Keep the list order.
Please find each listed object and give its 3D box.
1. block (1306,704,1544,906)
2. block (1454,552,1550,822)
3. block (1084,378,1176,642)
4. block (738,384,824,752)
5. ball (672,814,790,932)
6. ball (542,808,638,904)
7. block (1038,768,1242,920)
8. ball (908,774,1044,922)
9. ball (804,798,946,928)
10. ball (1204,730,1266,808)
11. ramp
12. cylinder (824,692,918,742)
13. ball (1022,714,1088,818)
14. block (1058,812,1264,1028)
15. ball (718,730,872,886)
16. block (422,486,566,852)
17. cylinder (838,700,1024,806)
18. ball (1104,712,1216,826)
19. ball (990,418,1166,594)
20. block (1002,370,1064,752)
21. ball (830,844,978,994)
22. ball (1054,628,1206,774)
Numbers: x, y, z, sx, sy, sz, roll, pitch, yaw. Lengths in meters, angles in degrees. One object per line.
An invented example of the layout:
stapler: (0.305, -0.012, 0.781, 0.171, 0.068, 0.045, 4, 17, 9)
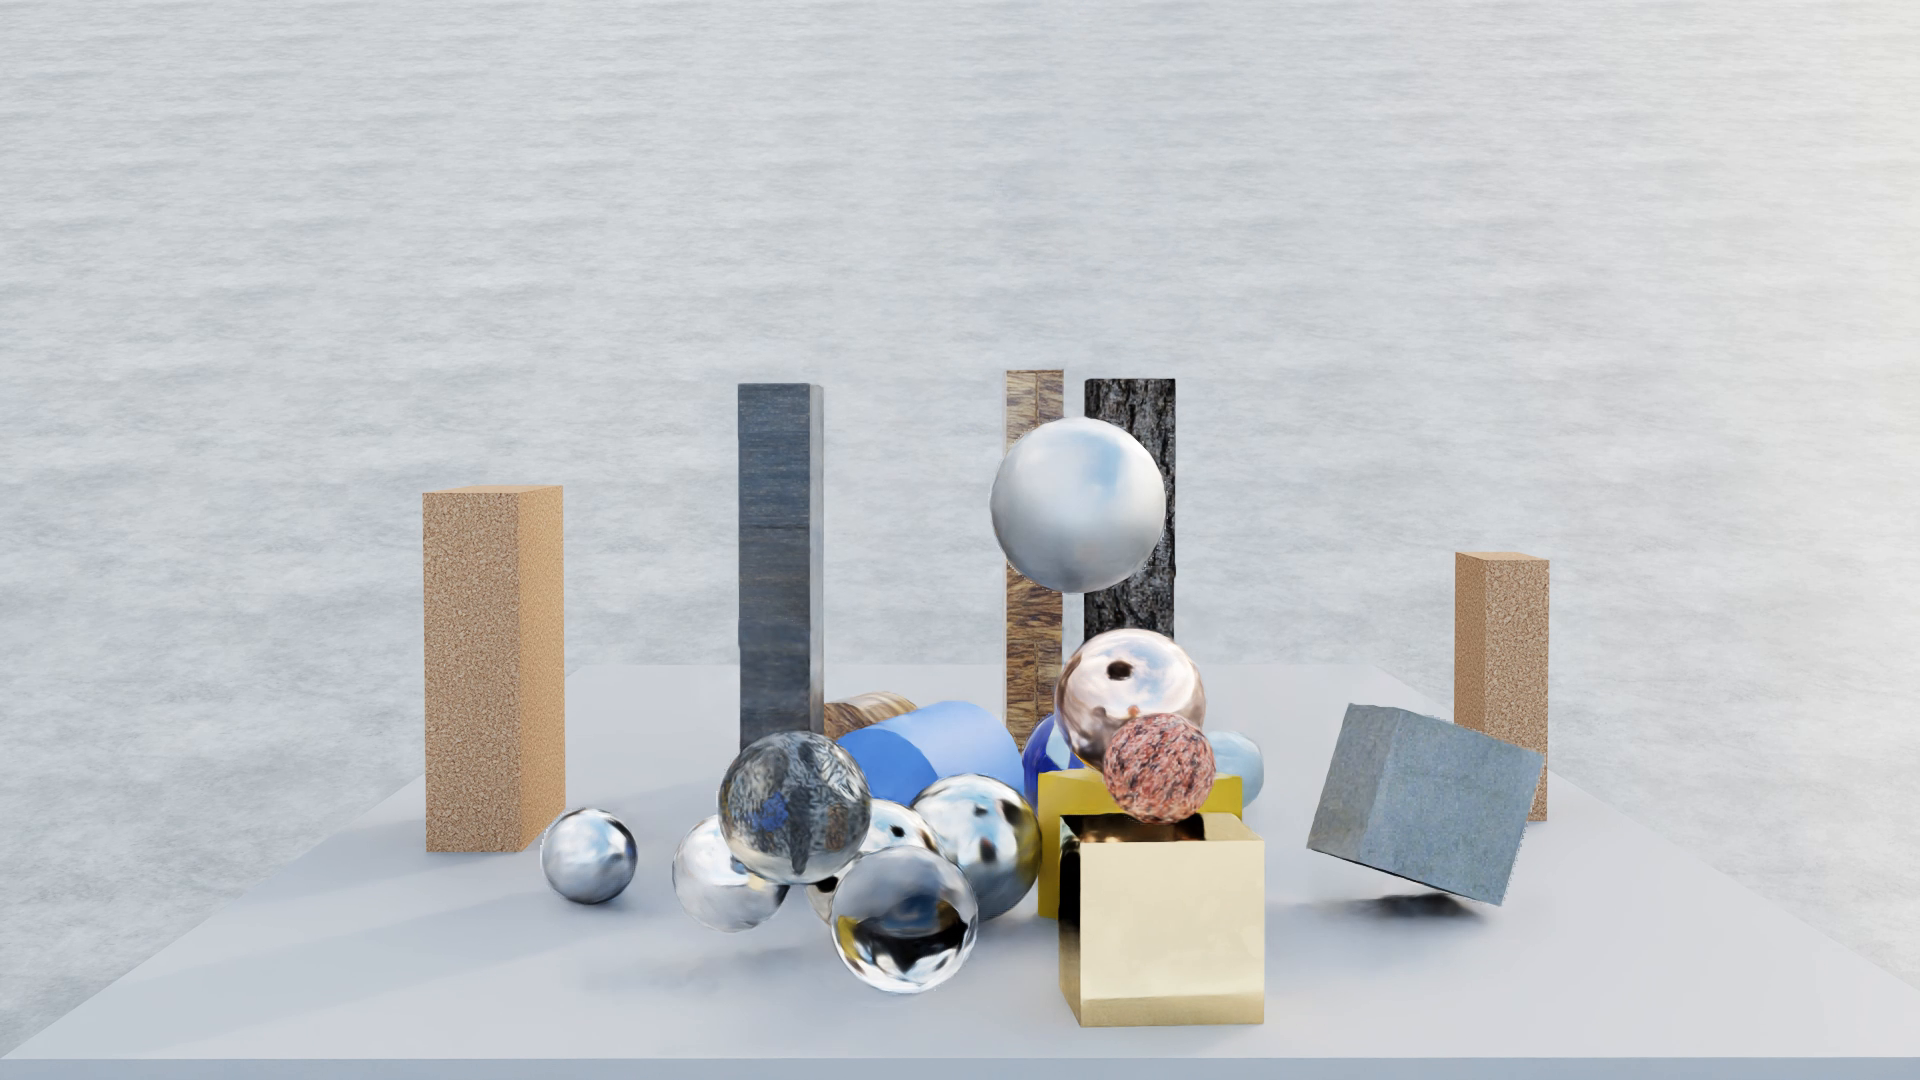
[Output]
block: (0.596, 0.338, 3.312, 0.199, 0.199, 0.199, 18, -5, -10)
block: (0.865, 0.229, 4.123, 0.099, 0.408, 0.245, 0, 3, 0)
block: (0.314, 0.049, 4.818, 0.147, 0.700, 0.346, 0, 3, 0)
block: (-0.250, 0.119, 3.636, 0.096, 0.675, 0.353, 0, 3, 0)
ball: (-0.266, 0.387, 2.995, 0.139, 0.139, 0.139, 0, 22, 0)
ball: (-0.480, 0.410, 3.334, 0.124, 0.124, 0.124, 0, 22, 0)
block: (0.227, 0.385, 3.236, 0.181, 0.181, 0.181, -2, 3, -38)
ball: (0.011, 0.384, 3.210, 0.186, 0.186, 0.186, 0, 22, 0)
ball: (-0.102, 0.395, 3.071, 0.172, 0.172, 0.172, 0, 22, 0)
ball: (0.418, 0.368, 4.090, 0.133, 0.133, 0.133, 0, 22, 0)
ramp: (0.051, 0.464, 4.534, 2.000, 0.100, 4.000, 0, 3, 0)
cylinder: (-0.161, 0.342, 4.173, 0.177, 0.177, 0.177, 9, 6, 22)
ball: (0.189, 0.347, 3.834, 0.201, 0.201, 0.201, 0, 22, 0)
block: (0.213, 0.403, 2.758, 0.192, 0.192, 0.192, 0, 3, -4)
ball: (-0.179, 0.290, 2.789, 0.168, 0.168, 0.168, 0, 22, 0)
block: (-0.706, 0.182, 3.931, 0.138, 0.521, 0.423, 0, 3, 0)
cylinder: (-0.054, 0.339, 3.510, 0.208, 0.208, 0.208, 13, 14, 29)
ball: (0.215, 0.246, 2.768, 0.121, 0.121, 0.121, 0, 22, 0)
ball: (0.137, -0.040, 2.977, 0.204, 0.204, 0.204, 0, 22, 0)
block: (0.139, 0.031, 5.026, 0.105, 0.718, 0.439, 0, 3, 0)
ball: (-0.061, 0.415, 2.819, 0.162, 0.162, 0.162, 0, 22, 0)
ball: (0.210, 0.201, 3.174, 0.187, 0.187, 0.187, 0, 22, 0)
